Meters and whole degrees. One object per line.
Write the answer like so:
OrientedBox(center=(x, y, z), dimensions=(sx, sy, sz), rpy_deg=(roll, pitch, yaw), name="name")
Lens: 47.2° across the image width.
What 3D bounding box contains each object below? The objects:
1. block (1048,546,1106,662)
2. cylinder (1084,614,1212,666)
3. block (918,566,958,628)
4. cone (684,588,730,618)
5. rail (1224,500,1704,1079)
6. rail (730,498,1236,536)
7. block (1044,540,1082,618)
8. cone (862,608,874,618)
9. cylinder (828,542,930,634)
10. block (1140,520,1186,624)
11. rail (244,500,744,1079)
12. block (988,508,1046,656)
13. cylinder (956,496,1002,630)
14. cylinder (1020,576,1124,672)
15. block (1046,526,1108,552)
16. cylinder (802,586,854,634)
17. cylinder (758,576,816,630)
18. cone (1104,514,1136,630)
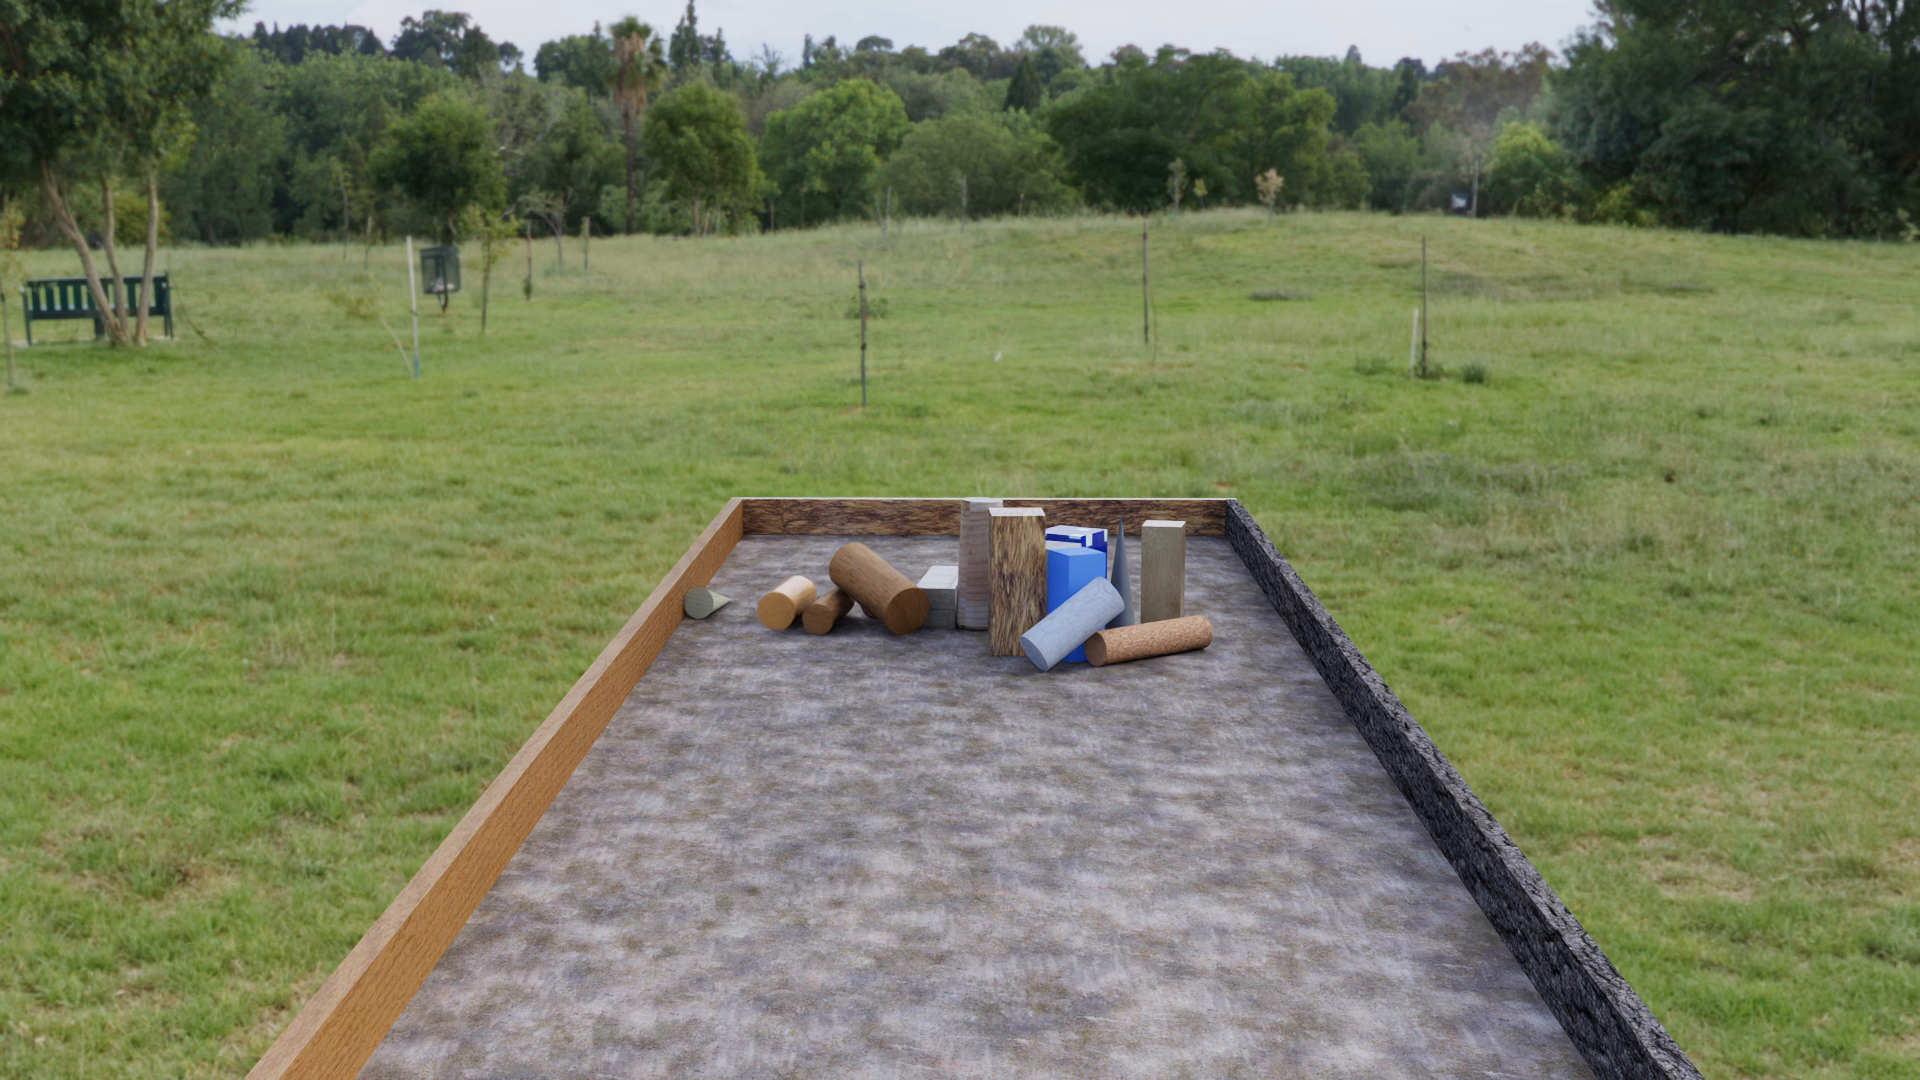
OrientedBox(center=(0.356, 0.196, 6.721), dimensions=(0.128, 0.328, 0.128), rpy_deg=(-4, 10, -26), name="block")
OrientedBox(center=(0.580, 0.307, 6.741), dimensions=(0.436, 0.105, 0.105), rpy_deg=(-7, 11, -37), name="cylinder")
OrientedBox(center=(-0.057, 0.189, 7.396), dimensions=(0.131, 0.131, 0.437), rpy_deg=(1, 9, 7), name="block")
OrientedBox(center=(-0.834, 0.210, 7.519), dimensions=(0.105, 0.105, 0.352), rpy_deg=(2, 1, 13), name="cone")
OrientedBox(center=(1.046, 0.843, 3.208), dimensions=(0.050, 0.150, 12.000), rpy_deg=(0, 9, 1), name="rail")
OrientedBox(center=(0.099, -0.098, 9.147), dimensions=(2.100, 0.150, 0.050), rpy_deg=(0, 9, 1), name="rail")
OrientedBox(center=(0.280, 0.166, 6.988), dimensions=(0.155, 0.305, 0.155), rpy_deg=(5, 10, 30), name="block")
OrientedBox(center=(-0.209, 0.214, 7.493), dimensions=(0.106, 0.106, 0.326), rpy_deg=(5, 1, 28), name="cone")
OrientedBox(center=(-0.267, 0.157, 7.205), dimensions=(0.164, 0.164, 0.382), rpy_deg=(-6, 25, -32), name="cylinder")
OrientedBox(center=(0.663, 0.116, 7.179), dimensions=(0.129, 0.344, 0.129), rpy_deg=(2, 9, 12), name="block")
OrientedBox(center=(-1.004, 0.839, 3.234), dimensions=(0.050, 0.150, 12.000), rpy_deg=(0, 9, 1), name="rail")
OrientedBox(center=(0.175, 0.128, 6.799), dimensions=(0.164, 0.437, 0.164), rpy_deg=(0, 10, -3), name="block")
OrientedBox(center=(0.063, 0.076, 7.177), dimensions=(0.135, 0.418, 0.135), rpy_deg=(3, 8, 0), name="cylinder")
OrientedBox(center=(0.335, 0.250, 6.572), dimensions=(0.306, 0.129, 0.129), rpy_deg=(-37, 22, -17), name="cylinder")
OrientedBox(center=(0.361, 0.126, 7.201), dimensions=(0.177, 0.317, 0.177), rpy_deg=(6, 11, 31), name="block")
OrientedBox(center=(-0.432, 0.228, 7.243), dimensions=(0.102, 0.102, 0.352), rpy_deg=(1, 9, 8), name="cylinder")
OrientedBox(center=(-0.573, 0.207, 7.301), dimensions=(0.125, 0.125, 0.322), rpy_deg=(1, 9, 8), name="cylinder")
OrientedBox(center=(0.505, 0.122, 6.925), dimensions=(0.116, 0.412, 0.116), rpy_deg=(0, 9, 0), name="cone")
